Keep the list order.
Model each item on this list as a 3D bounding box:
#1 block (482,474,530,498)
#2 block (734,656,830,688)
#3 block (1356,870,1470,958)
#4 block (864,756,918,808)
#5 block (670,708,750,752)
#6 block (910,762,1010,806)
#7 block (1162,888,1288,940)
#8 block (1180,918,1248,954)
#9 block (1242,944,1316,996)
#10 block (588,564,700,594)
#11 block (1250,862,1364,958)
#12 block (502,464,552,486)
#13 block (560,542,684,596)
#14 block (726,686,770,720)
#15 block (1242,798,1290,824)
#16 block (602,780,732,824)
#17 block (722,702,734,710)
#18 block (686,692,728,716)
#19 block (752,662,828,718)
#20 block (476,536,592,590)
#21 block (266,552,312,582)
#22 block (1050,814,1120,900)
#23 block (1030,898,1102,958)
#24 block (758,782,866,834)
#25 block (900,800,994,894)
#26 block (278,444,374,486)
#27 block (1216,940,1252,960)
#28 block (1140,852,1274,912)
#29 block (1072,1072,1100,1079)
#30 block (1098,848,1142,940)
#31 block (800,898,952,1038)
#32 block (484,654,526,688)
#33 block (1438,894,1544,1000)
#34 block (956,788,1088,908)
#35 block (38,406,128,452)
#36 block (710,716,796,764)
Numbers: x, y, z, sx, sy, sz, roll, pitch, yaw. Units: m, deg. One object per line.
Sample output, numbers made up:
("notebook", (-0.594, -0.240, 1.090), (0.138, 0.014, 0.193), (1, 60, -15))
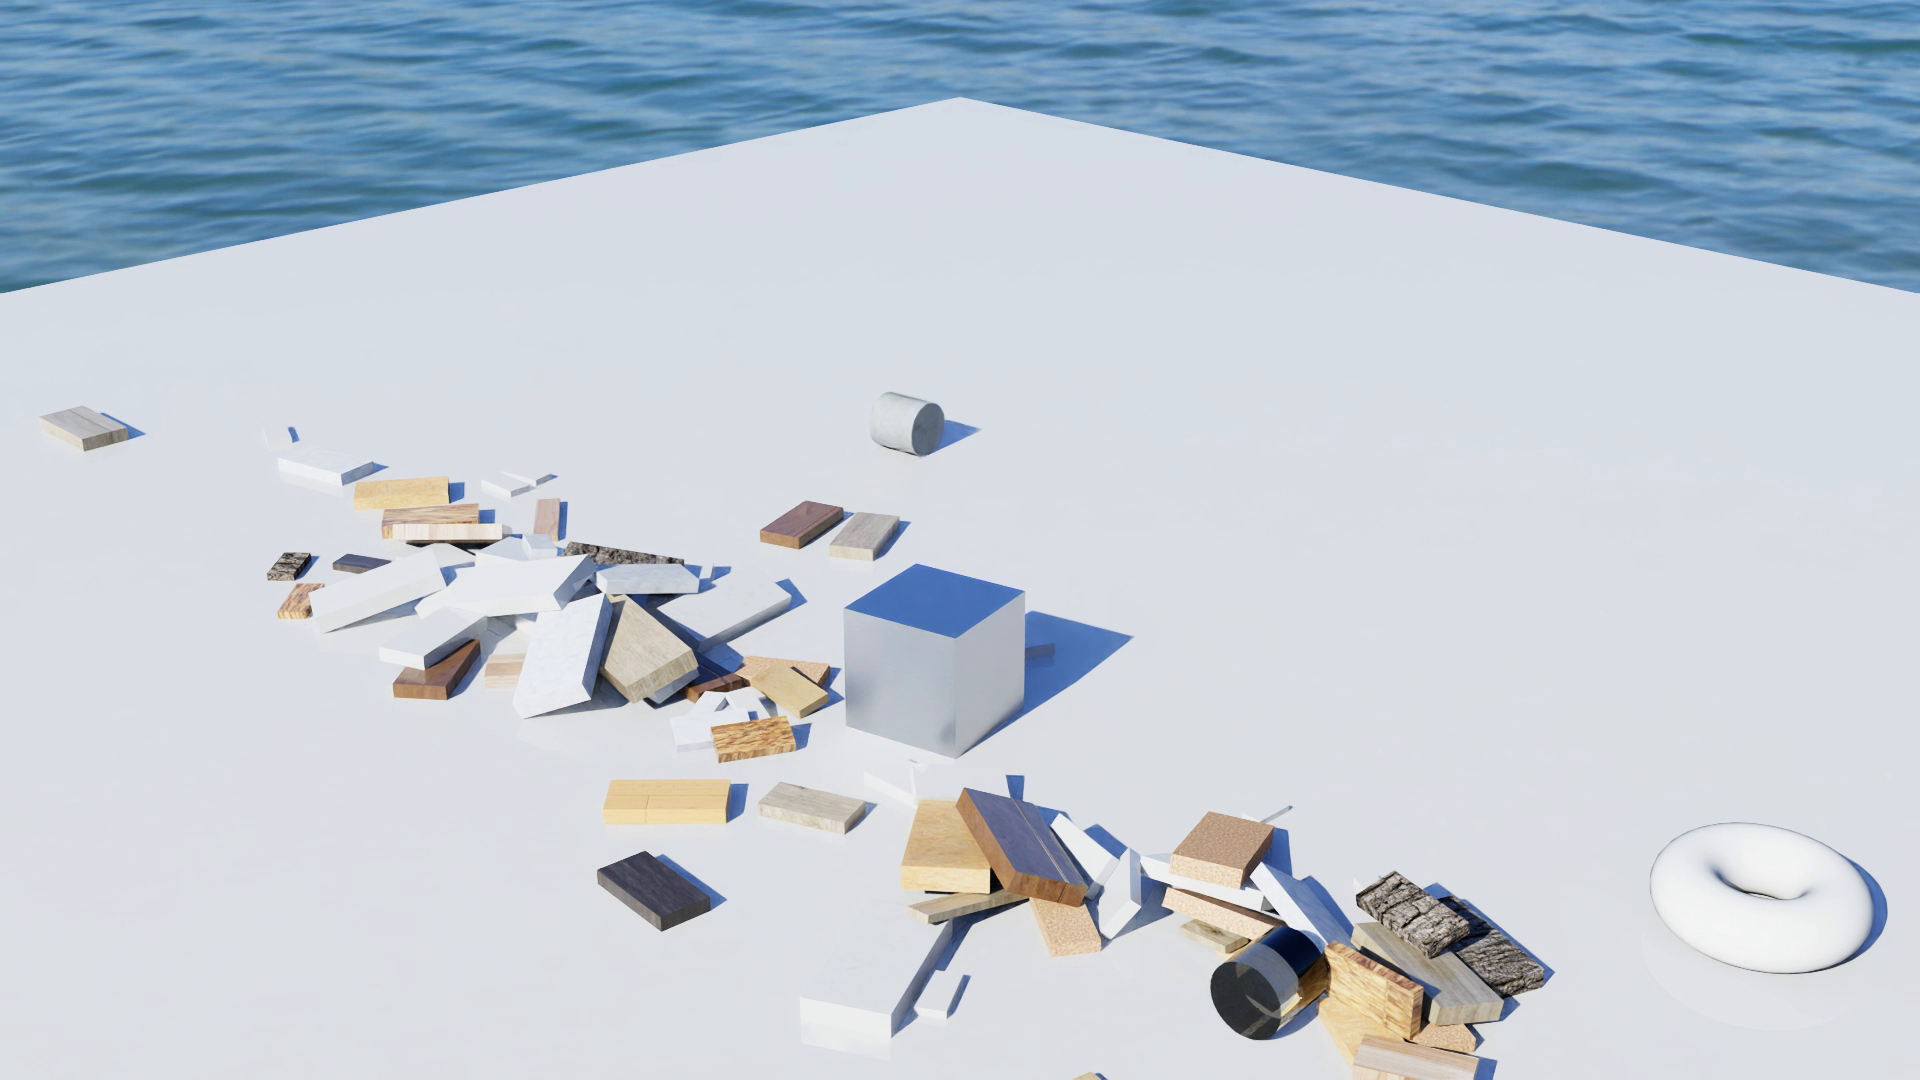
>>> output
("block", (-1.259, -0.152, 6.094), (0.132, 0.019, 0.066), (20, 30, 39))
("block", (-0.406, 0.306, 5.004), (0.199, 0.028, 0.099), (5, 24, 12))
("block", (0.809, 0.670, 3.940), (0.095, 0.027, 0.189), (-27, 36, -23))
("block", (-0.095, 0.505, 4.535), (0.195, 0.028, 0.098), (21, 31, 40))
("block", (-0.535, 0.409, 4.734), (0.167, 0.024, 0.084), (-7, 42, -15))
("block", (-0.001, 0.502, 4.475), (0.195, 0.028, 0.098), (5, 34, -12))
("block", (0.508, 0.692, 4.009), (0.250, 0.035, 0.125), (16, -2, 34))
("block", (0.462, 0.719, 4.009), (0.058, 0.017, 0.117), (-18, 21, -36))
("block", (0.566, 0.761, 3.909), (0.117, 0.017, 0.059), (30, 37, 35))
("block", (-0.751, 0.092, 5.218), (0.235, 0.033, 0.117), (0, 18, -32))
("block", (0.634, 0.688, 3.976), (0.125, 0.035, 0.250), (29, 13, -33))
("block", (-1.215, -0.182, 6.166), (0.129, 0.018, 0.064), (14, 27, 30))
("block", (-0.830, 0.068, 5.382), (0.286, 0.041, 0.143), (9, 20, 0))
("block", (-0.463, 0.370, 4.824), (0.057, 0.016, 0.113), (-14, 44, -29))
("block", (0.618, 0.550, 4.448), (0.093, 0.013, 0.046), (-20, 30, -39))
("block", (-0.593, 0.531, 4.465), (0.245, 0.035, 0.122), (0, 23, 0))
("block", (-0.513, 0.373, 4.861), (0.057, 0.016, 0.113), (-14, 27, -30))
("block", (-0.558, 0.373, 4.832), (0.057, 0.016, 0.113), (3, 31, 22))
("block", (-0.379, 0.334, 4.899), (0.084, 0.024, 0.167), (-31, 43, -33))
("block", (-1.015, 0.065, 5.482), (0.337, 0.048, 0.168), (11, 16, 15))
("block", (-1.701, 0.067, 5.578), (0.068, 0.019, 0.136), (1, 23, 2))
("block", (0.222, 0.607, 4.221), (0.026, 0.092, 0.184), (37, -2, -37))
("block", (0.193, 0.705, 4.067), (0.092, 0.026, 0.184), (-4, 23, -10))
("block", (-0.300, 0.542, 4.449), (0.195, 0.028, 0.098), (10, 25, 22))
("block", (-0.013, 0.589, 4.253), (0.166, 0.047, 0.332), (2, 15, 5))
("block", (-1.792, -0.212, 6.215), (0.248, 0.035, 0.124), (13, 26, 29))
("block", (0.525, 0.751, 3.969), (0.058, 0.017, 0.117), (-20, 30, -39))
("block", (0.475, 0.642, 4.139), (0.250, 0.035, 0.125), (13, 2, 28))
("block", (0.225, 0.913, 3.587), (0.058, 0.017, 0.117), (-15, 27, -31))
("block", (0.298, 0.658, 4.096), (0.026, 0.092, 0.184), (35, 21, -11))
("block", (-0.145, 0.758, 3.915), (0.166, 0.047, 0.332), (7, 24, 17))
("block", (-0.970, 0.295, 5.025), (0.220, 0.031, 0.110), (-2, 23, -6))
("block", (0.915, 0.738, 3.973), (0.134, 0.038, 0.268), (-10, 25, -22))
("block", (0.114, 0.582, 4.182), (0.156, 0.044, 0.312), (16, 17, -25))
("block", (-2.587, -0.330, 6.489), (0.277, 0.039, 0.139), (21, 31, 40))
("block", (-0.442, 0.425, 4.693), (0.167, 0.024, 0.084), (-7, 45, -17))
